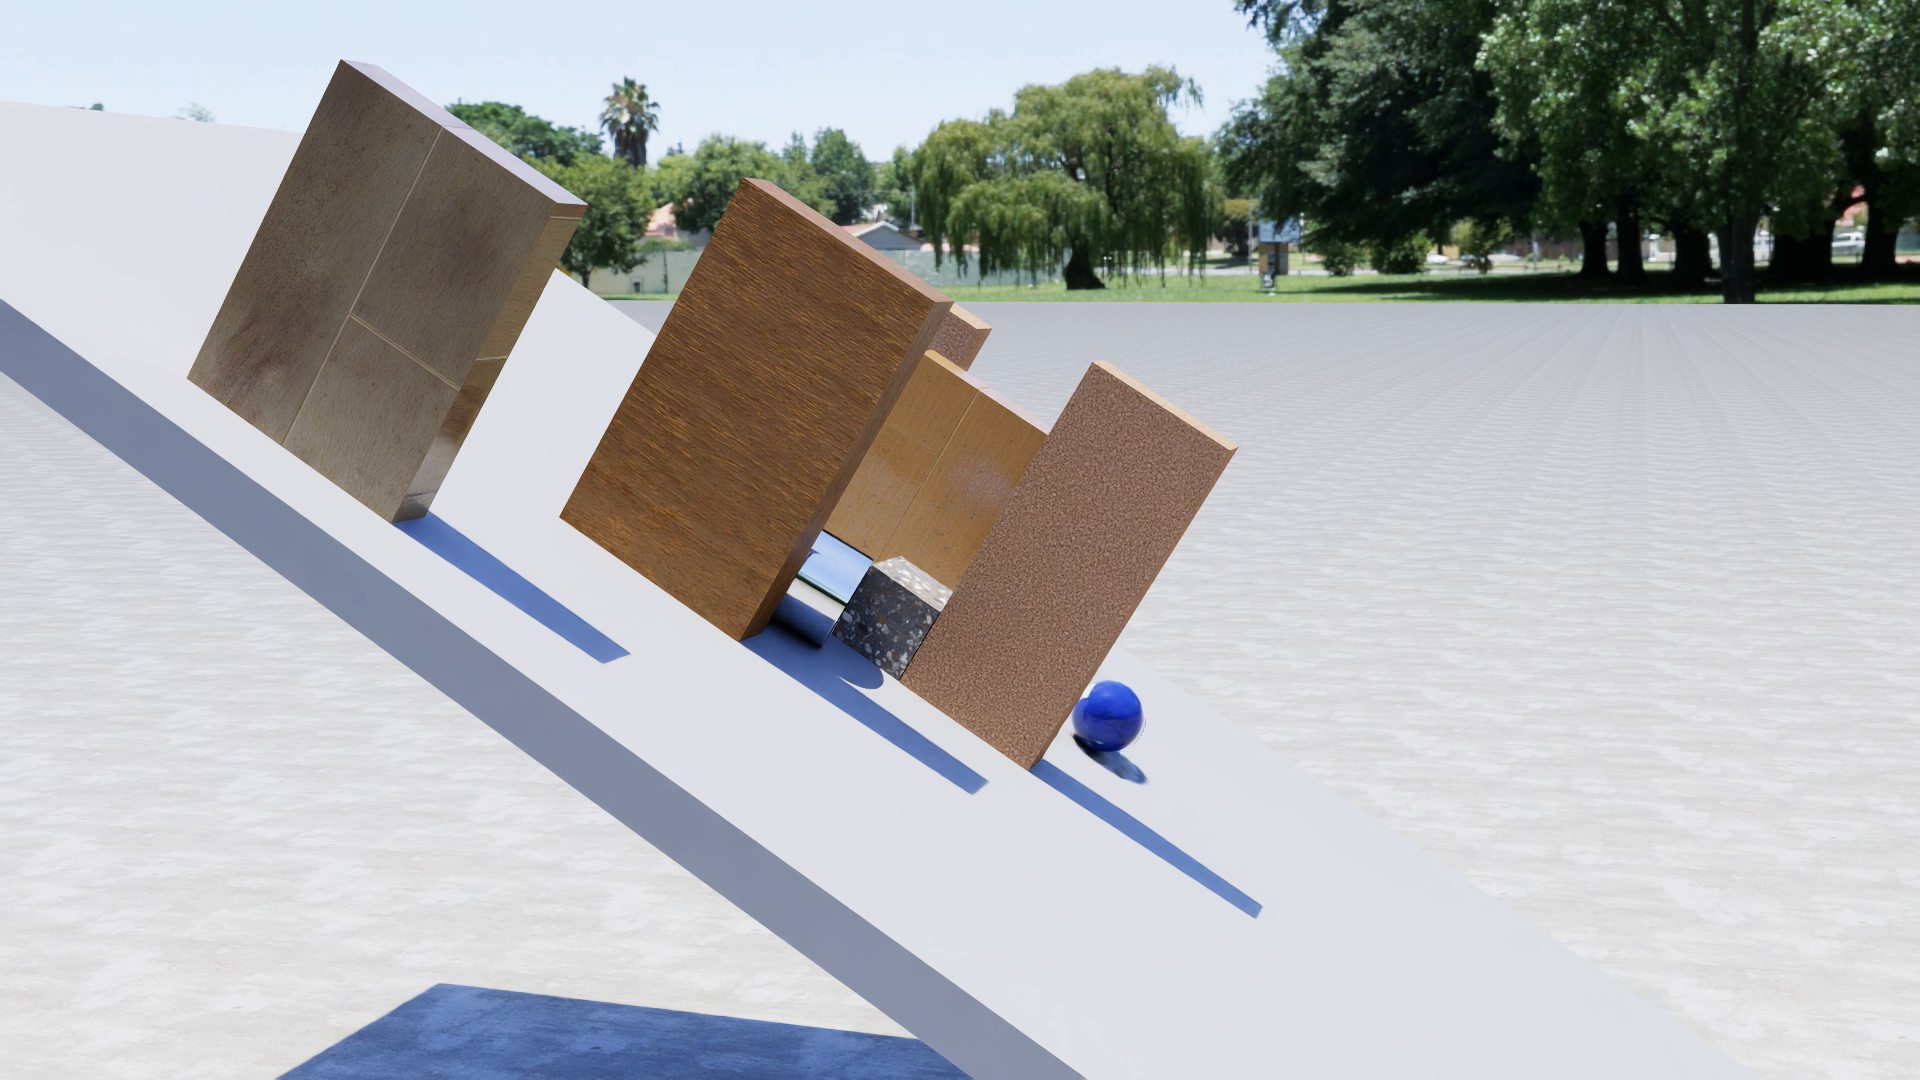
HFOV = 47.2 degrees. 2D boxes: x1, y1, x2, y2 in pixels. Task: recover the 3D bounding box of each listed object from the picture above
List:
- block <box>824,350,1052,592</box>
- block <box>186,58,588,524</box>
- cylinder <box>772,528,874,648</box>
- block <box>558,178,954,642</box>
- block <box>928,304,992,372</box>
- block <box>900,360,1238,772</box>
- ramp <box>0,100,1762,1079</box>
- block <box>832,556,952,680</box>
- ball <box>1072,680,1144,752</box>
[{"bbox_3d":[-0.004,-0.095,4.536,0.424,0.432,0.087,34,15,11],"label":"block"},{"bbox_3d":[-0.901,-0.386,3.439,0.424,0.576,0.102,34,15,11],"label":"block"},{"bbox_3d":[-0.281,0.066,3.952,0.186,0.186,0.186,31,8,-1],"label":"cylinder"},{"bbox_3d":[-0.355,-0.221,3.767,0.394,0.681,0.108,34,15,11],"label":"block"},{"bbox_3d":[-0.176,-0.331,4.858,0.268,0.487,0.119,34,15,11],"label":"block"},{"bbox_3d":[0.189,0.048,3.944,0.287,0.689,0.088,34,15,11],"label":"block"},{"bbox_3d":[-0.159,0.262,4.115,4.000,0.100,2.000,34,15,11],"label":"ramp"},{"bbox_3d":[-0.113,0.144,4.090,0.154,0.154,0.154,34,15,13],"label":"block"},{"bbox_3d":[0.286,0.341,4.256,0.140,0.140,0.140,0,7,0],"label":"ball"}]
